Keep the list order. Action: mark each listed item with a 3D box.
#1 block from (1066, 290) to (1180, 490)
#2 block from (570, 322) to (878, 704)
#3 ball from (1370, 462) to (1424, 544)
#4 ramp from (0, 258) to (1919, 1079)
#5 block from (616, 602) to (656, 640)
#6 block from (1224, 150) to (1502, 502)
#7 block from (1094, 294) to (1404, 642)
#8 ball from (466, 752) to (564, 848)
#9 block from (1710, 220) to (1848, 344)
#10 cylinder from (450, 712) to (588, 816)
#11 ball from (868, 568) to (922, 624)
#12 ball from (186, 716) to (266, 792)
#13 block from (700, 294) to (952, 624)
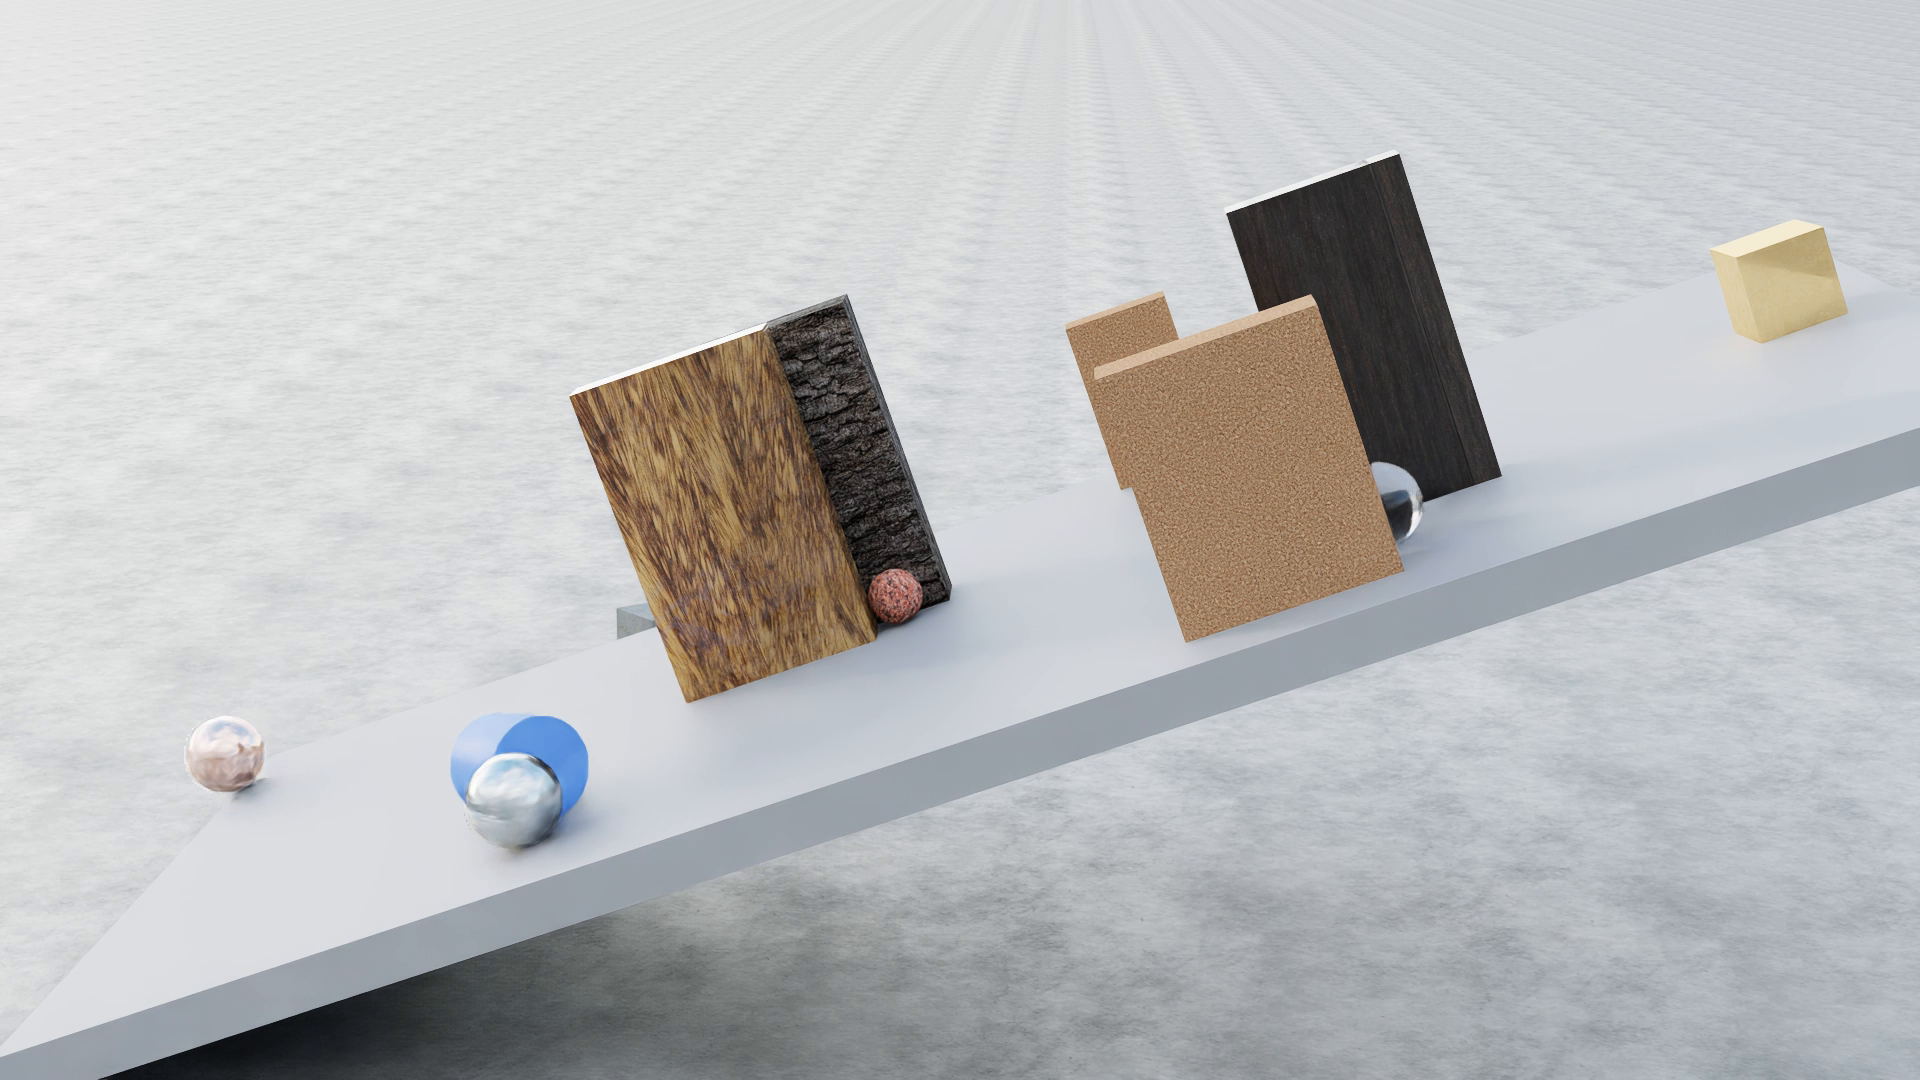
[{"bbox_3d":[0.433,-0.357,7.006,0.245,0.408,0.099,-19,11,6],"label":"block"},{"bbox_3d":[-0.506,-0.056,6.365,0.439,0.718,0.105,-19,11,6],"label":"block"},{"bbox_3d":[0.801,-0.067,5.607,0.162,0.162,0.162,0,12,0],"label":"ball"},{"bbox_3d":[0.110,0.179,6.302,4.000,0.100,2.000,-19,11,6],"label":"ramp"},{"bbox_3d":[-0.866,0.299,8.605,0.199,0.199,0.199,-9,15,-36],"label":"block"},{"bbox_3d":[0.800,-0.393,5.842,0.353,0.675,0.096,-19,11,6],"label":"block"},{"bbox_3d":[0.533,-0.132,5.442,0.423,0.521,0.138,-19,11,6],"label":"block"},{"bbox_3d":[-0.859,0.502,5.669,0.186,0.186,0.186,0,12,0],"label":"ball"},{"bbox_3d":[1.737,-0.550,6.244,0.192,0.192,0.192,-19,11,2],"label":"block"},{"bbox_3d":[-0.883,0.453,5.889,0.208,0.208,0.208,-8,3,-33],"label":"cylinder"},{"bbox_3d":[-0.141,0.123,6.432,0.121,0.121,0.121,0,12,0],"label":"ball"},{"bbox_3d":[-1.793,0.524,7.185,0.187,0.187,0.187,0,12,0],"label":"ball"},{"bbox_3d":[-0.299,-0.151,6.515,0.346,0.700,0.147,-19,11,6],"label":"block"}]
